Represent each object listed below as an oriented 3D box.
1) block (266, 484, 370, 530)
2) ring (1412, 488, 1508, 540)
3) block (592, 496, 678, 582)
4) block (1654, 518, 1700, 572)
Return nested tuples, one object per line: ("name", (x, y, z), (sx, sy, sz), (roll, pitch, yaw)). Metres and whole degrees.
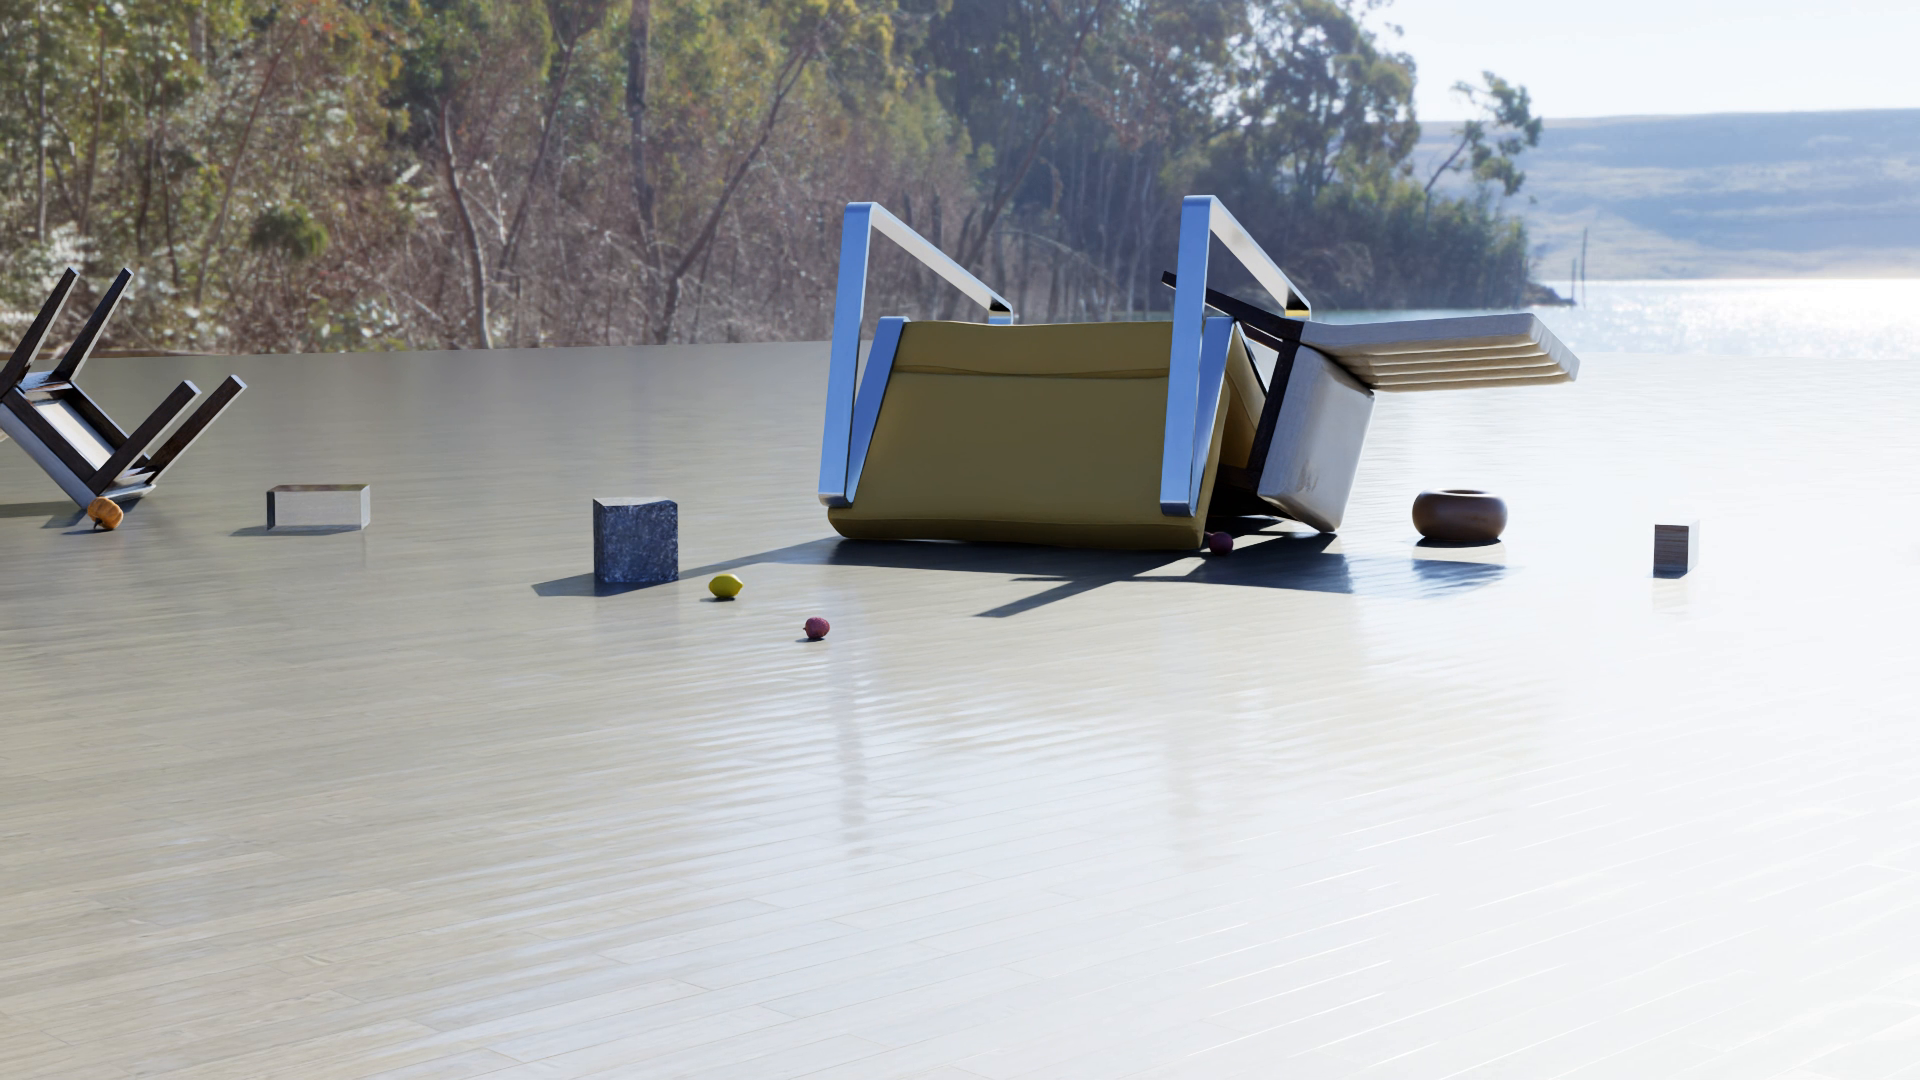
("block", (-1.687, -0.087, 6.758), (0.239, 0.101, 0.221), (-1, 6, -7))
("ring", (1.260, -0.064, 6.469), (0.242, 0.118, 0.231), (0, 7, -14))
("block", (-0.713, -0.003, 5.633), (0.159, 0.166, 0.203), (-2, 6, -15))
("block", (1.624, 0.010, 5.815), (0.076, 0.103, 0.163), (3, 6, 24))
